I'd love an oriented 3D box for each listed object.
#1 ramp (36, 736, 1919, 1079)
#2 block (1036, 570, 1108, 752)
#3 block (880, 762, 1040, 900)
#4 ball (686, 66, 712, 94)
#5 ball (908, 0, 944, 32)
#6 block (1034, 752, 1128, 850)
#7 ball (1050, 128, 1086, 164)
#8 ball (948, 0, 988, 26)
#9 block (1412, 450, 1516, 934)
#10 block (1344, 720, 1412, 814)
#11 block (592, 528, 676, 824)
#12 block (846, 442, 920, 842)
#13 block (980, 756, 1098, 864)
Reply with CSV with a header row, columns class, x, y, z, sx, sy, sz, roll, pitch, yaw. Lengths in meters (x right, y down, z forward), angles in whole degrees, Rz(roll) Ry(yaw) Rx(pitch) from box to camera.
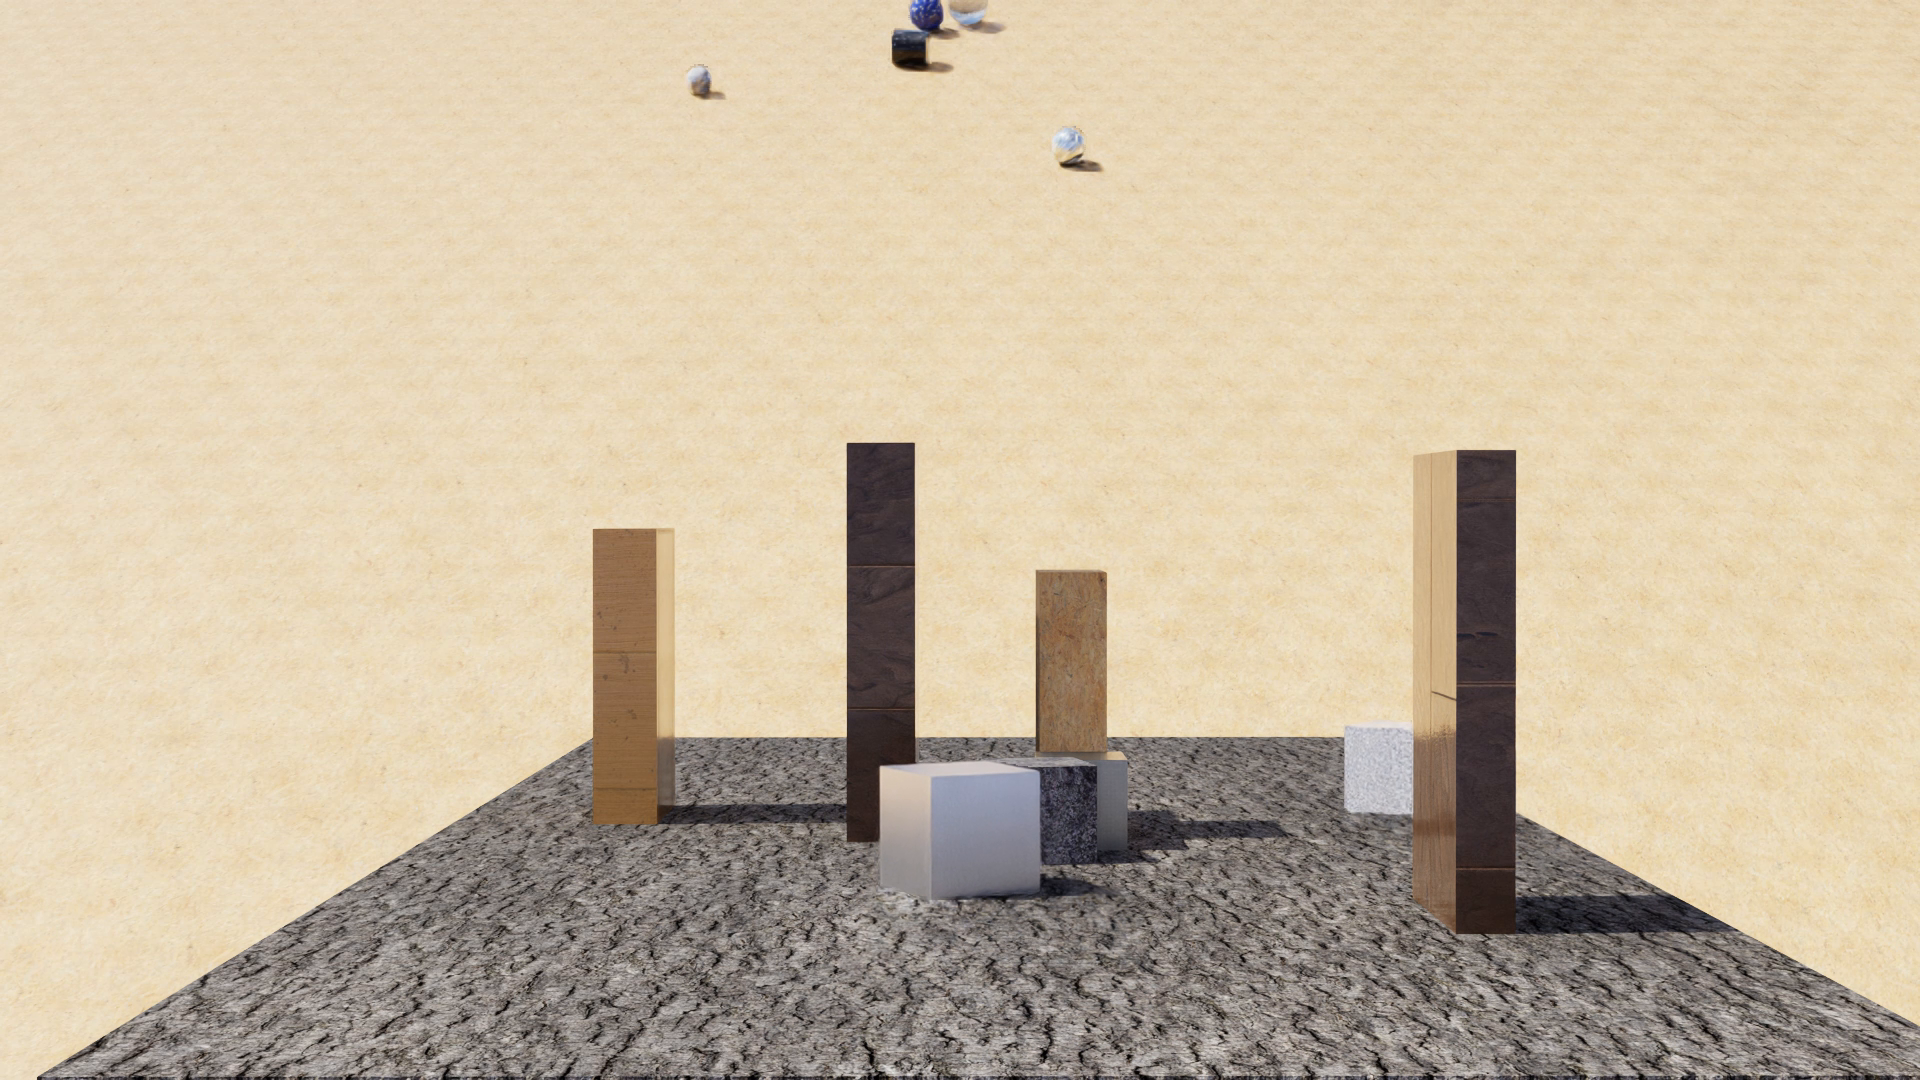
class,x,y,z,sx,sy,sz,roll,pitch,yaw
ramp,0.064,0.573,4.616,2.000,0.100,4.000,0,1,0
block,0.198,0.289,4.650,0.118,0.468,0.248,0,1,0
block,-0.001,0.439,3.928,0.182,0.182,0.182,0,1,-26
ball,-1.145,-2.018,11.342,0.119,0.119,0.119,0,28,0
ball,-0.156,-2.473,12.134,0.167,0.167,0.167,0,28,0
block,0.207,0.448,4.451,0.153,0.153,0.153,0,1,0
ball,0.443,-1.609,10.559,0.146,0.146,0.146,0,28,0
ball,0.035,-2.530,12.219,0.187,0.187,0.187,0,28,0
block,0.711,0.204,3.662,0.081,0.656,0.332,0,1,0
block,0.850,0.438,4.995,0.162,0.162,0.162,0,1,31
block,-0.616,0.249,4.900,0.118,0.543,0.308,0,1,0
block,-0.138,0.176,4.709,0.119,0.694,0.445,0,1,0
block,0.129,0.447,4.279,0.159,0.159,0.159,0,1,-12
